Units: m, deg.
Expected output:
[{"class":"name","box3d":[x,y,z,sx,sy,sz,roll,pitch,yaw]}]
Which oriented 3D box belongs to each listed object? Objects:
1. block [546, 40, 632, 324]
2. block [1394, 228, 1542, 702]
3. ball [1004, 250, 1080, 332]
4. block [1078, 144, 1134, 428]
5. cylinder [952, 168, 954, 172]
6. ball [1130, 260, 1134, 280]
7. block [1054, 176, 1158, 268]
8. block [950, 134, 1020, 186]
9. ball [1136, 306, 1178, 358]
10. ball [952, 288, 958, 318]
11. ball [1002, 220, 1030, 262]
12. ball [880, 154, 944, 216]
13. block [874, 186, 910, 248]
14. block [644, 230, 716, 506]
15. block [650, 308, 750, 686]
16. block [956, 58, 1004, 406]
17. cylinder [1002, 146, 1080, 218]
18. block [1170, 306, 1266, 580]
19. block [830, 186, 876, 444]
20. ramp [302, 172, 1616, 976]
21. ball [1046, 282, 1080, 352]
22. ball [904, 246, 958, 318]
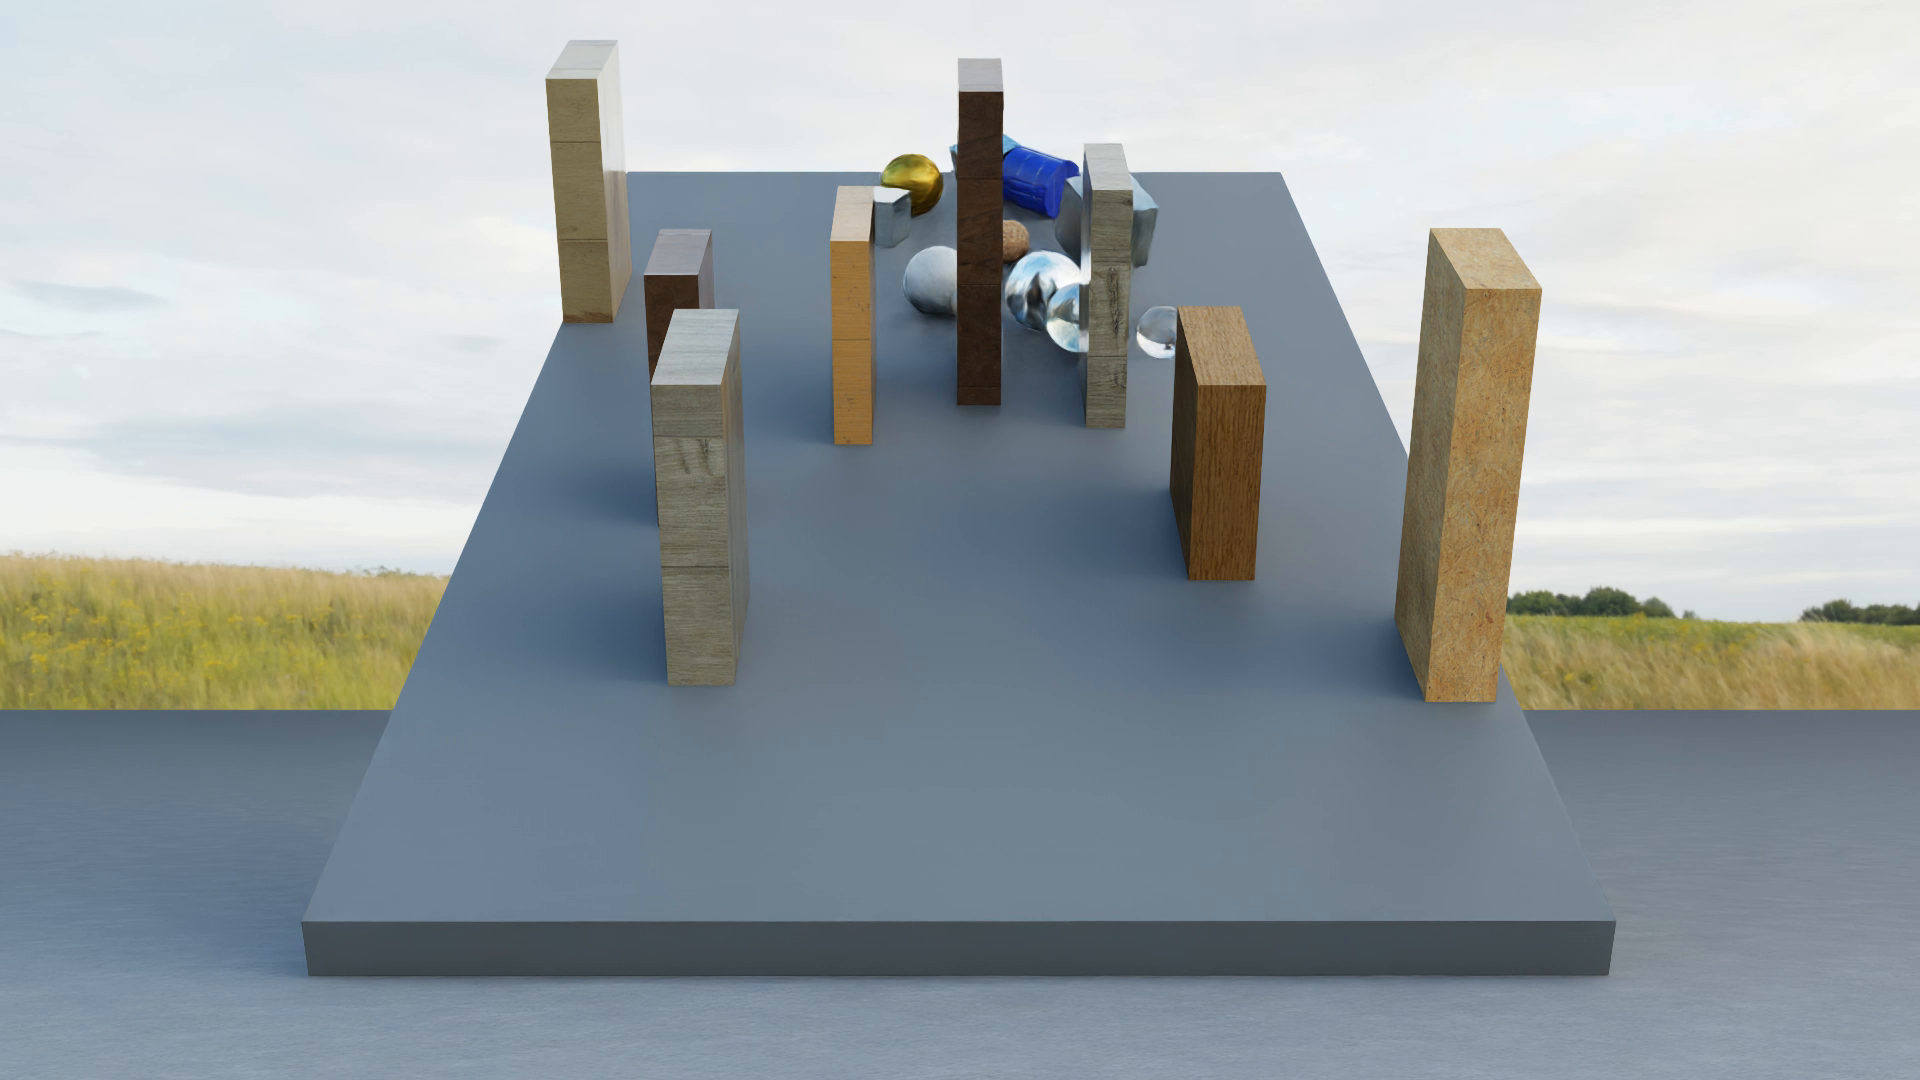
[{"class":"block","box3d":[-0.944,-0.920,6.000,0.126,0.628,0.400,0,25,0]},{"class":"block","box3d":[0.894,-0.132,4.169,0.125,0.776,0.327,0,25,0]},{"class":"ball","box3d":[0.213,-0.621,5.858,0.203,0.203,0.203,0,-4,0]},{"class":"block","box3d":[0.331,-0.588,5.384,0.089,0.559,0.371,0,25,0]},{"class":"cylinder","box3d":[0.088,-1.127,7.320,0.186,0.186,0.186,-1,10,20]},{"class":"ball","box3d":[0.385,-0.705,6.131,0.134,0.134,0.134,0,-4,0]},{"class":"block","box3d":[0.394,-0.858,6.335,0.189,0.189,0.189,-12,45,-23]},{"class":"block","box3d":[0.083,-1.092,6.849,0.148,0.148,0.148,-34,49,-19]},{"class":"ball","box3d":[0.489,-0.501,5.645,0.129,0.129,0.129,0,-4,0]},{"class":"ball","box3d":[0.034,-0.579,5.731,0.111,0.111,0.111,0,-4,0]},{"class":"ball","box3d":[0.132,-0.813,6.379,0.117,0.117,0.117,0,-4,0]},{"class":"ball","box3d":[-0.138,-1.022,6.745,0.180,0.180,0.180,0,-4,0]},{"class":"block","box3d":[-0.224,-0.903,6.551,0.130,0.130,0.130,9,27,19]},{"class":"block","box3d":[-0.570,-0.337,4.864,0.107,0.547,0.294,0,25,0]},{"class":"block","box3d":[-0.468,-0.082,4.283,0.119,0.582,0.380,0,25,0]},{"class":"block","box3d":[0.045,-0.714,5.437,0.101,0.741,0.305,0,25,0]},{"class":"cylinder","box3d":[0.228,-1.033,6.766,0.170,0.170,0.170,24,9,31]},{"class":"block","box3d":[0.516,-0.202,4.740,0.130,0.413,0.444,0,25,0]},{"class":"block","box3d":[-0.239,-0.515,5.326,0.083,0.475,0.407,0,25,0]},{"class":"ramp","box3d":[-0.009,-0.229,5.395,2.000,0.100,4.000,0,25,0]},{"class":"ball","box3d":[0.294,-0.542,5.707,0.173,0.173,0.173,0,-4,0]},{"class":"ball","box3d":[-0.054,-0.658,5.976,0.180,0.180,0.180,0,-4,0]}]
